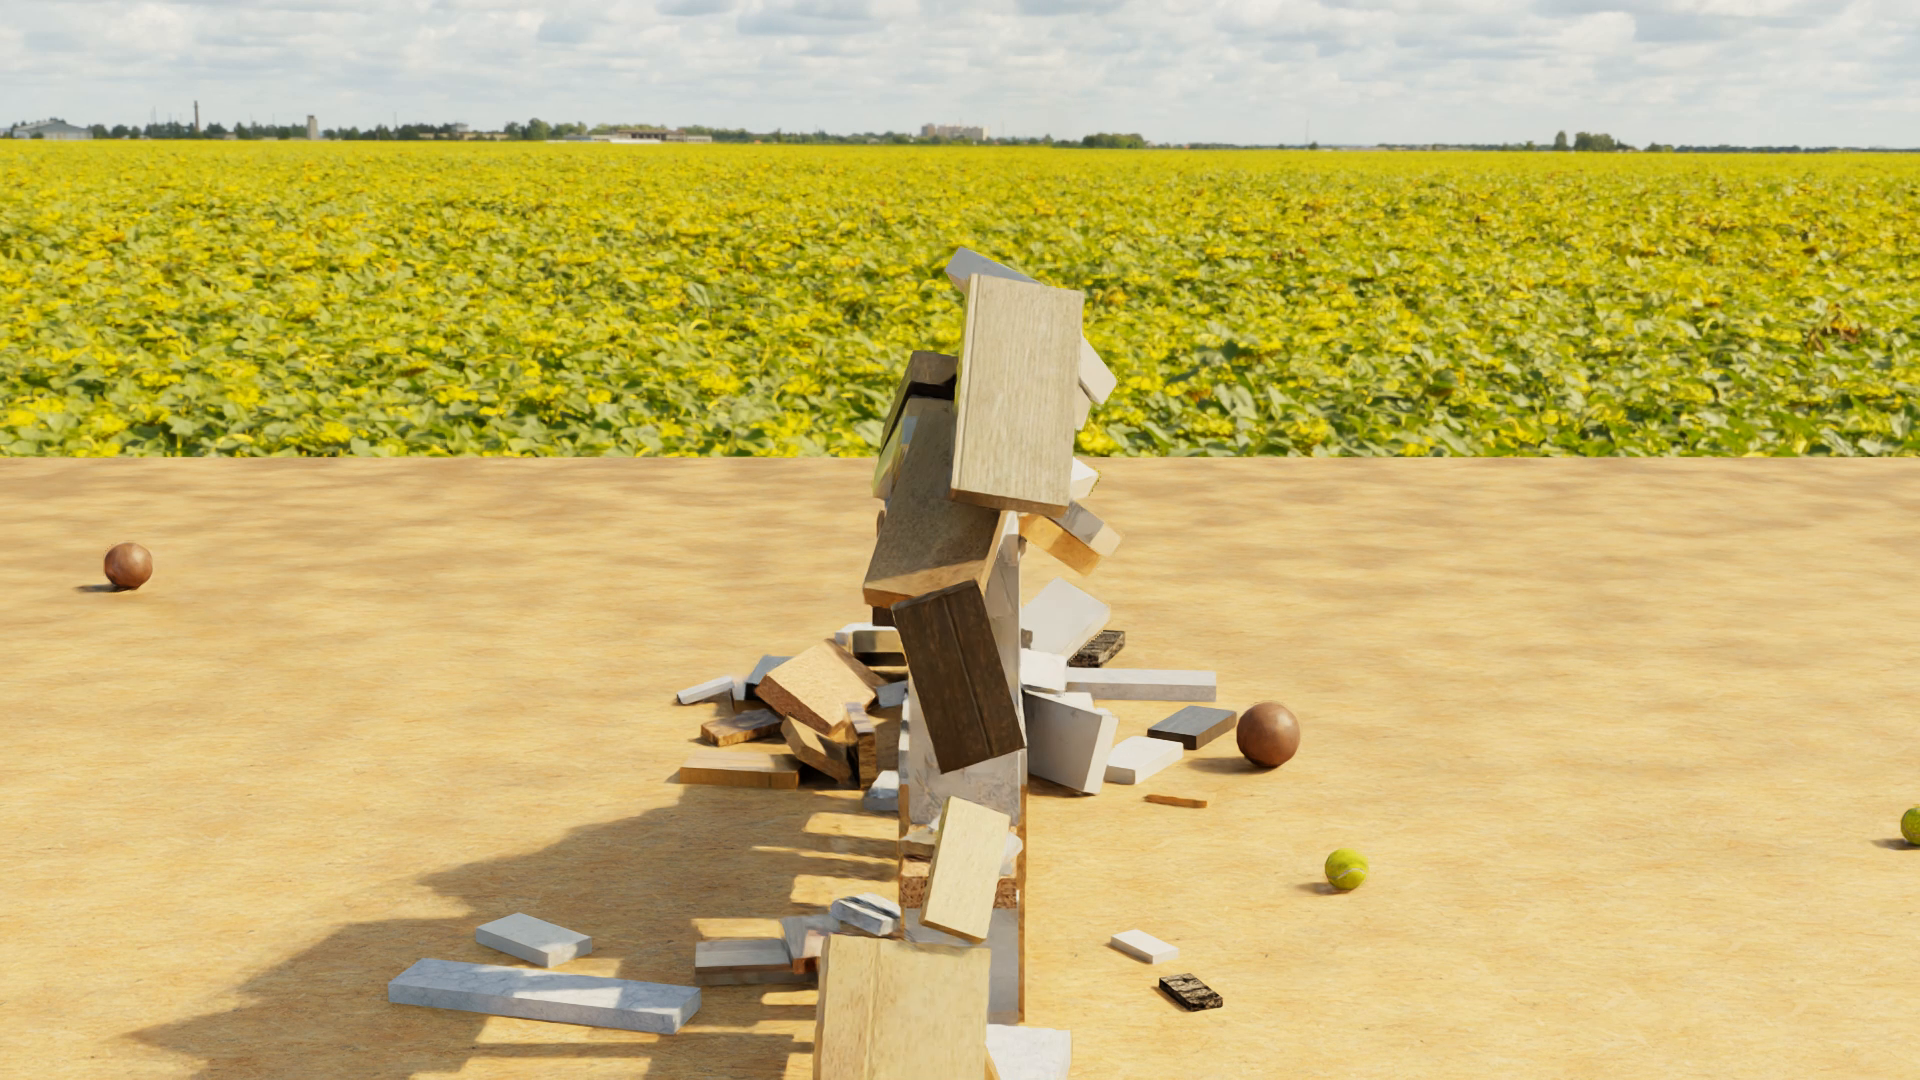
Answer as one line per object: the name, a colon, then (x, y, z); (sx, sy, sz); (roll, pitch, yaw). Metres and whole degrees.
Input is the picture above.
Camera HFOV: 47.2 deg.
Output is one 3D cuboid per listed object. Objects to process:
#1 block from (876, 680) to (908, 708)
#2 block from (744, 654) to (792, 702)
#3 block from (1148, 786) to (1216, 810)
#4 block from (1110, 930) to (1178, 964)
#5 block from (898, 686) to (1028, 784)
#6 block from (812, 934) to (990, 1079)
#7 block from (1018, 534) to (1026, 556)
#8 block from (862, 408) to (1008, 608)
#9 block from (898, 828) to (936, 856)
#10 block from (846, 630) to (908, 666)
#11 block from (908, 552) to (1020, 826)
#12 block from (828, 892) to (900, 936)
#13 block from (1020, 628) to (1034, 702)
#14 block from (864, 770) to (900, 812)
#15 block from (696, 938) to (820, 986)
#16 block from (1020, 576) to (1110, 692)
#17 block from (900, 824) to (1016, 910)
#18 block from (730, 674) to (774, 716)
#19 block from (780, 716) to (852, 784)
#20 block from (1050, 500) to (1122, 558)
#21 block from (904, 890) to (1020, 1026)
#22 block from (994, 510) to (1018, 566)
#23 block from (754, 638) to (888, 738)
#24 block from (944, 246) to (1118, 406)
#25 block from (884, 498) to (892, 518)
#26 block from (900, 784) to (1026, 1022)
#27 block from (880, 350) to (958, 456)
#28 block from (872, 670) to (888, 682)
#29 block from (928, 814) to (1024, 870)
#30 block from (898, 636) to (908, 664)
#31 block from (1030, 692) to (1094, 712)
block: (-0.035, 0.295, 4.548); (0.156, 0.044, 0.311); (-14, -3, 22)
block: (-0.390, 0.310, 4.888); (0.135, 0.038, 0.271); (5, 10, 2)
block: (0.421, 0.488, 4.172); (0.115, 0.016, 0.058); (4, 11, 23)
block: (0.286, 0.631, 3.411); (0.052, 0.015, 0.103); (-7, 13, -34)
block: (0.004, 0.282, 3.224); (0.178, 0.050, 0.356); (0, 11, 0)
block: (-0.063, 0.558, 2.149); (0.162, 0.325, 0.046); (7, -18, -12)
block: (0.019, 0.029, 3.884); (0.124, 0.035, 0.248); (5, 16, 19)
block: (-0.015, -0.033, 2.684); (0.136, 0.039, 0.273); (10, 57, 12)
block: (-0.030, 0.390, 2.864); (0.054, 0.015, 0.109); (6, 8, 28)
block: (-0.078, 0.248, 5.090); (0.357, 0.051, 0.179); (-1, -14, -8)
block: (0.006, 0.199, 2.941); (0.147, 0.368, 0.042); (1, 13, 4)
block: (-0.133, 0.580, 3.416); (0.087, 0.025, 0.174); (20, 1, 17)
block: (0.046, 0.309, 4.332); (0.156, 0.311, 0.044); (9, -34, 1)
block: (-0.123, 0.479, 4.200); (0.087, 0.025, 0.175); (3, 11, 10)
block: (-0.296, 0.638, 3.331); (0.207, 0.029, 0.104); (-1, 11, -6)
block: (0.171, 0.216, 4.760); (0.149, 0.042, 0.299); (31, 60, 32)
block: (0.002, 0.416, 2.899); (0.145, 0.041, 0.291); (0, 11, 1)
block: (-0.452, 0.343, 4.908); (0.116, 0.033, 0.231); (-2, 11, -8)
block: (-0.288, 0.415, 4.375); (0.111, 0.031, 0.221); (30, 2, -17)
block: (0.196, -0.046, 3.951); (0.169, 0.048, 0.337); (36, 2, 10)
block: (0.003, 0.597, 2.834); (0.145, 0.291, 0.041); (0, 10, 0)
block: (0.004, -0.017, 2.971); (0.147, 0.042, 0.293); (0, 12, 1)
block: (-0.292, 0.320, 4.732); (0.179, 0.051, 0.357); (37, 19, 9)
block: (0.099, -0.286, 2.959); (0.143, 0.041, 0.286); (29, -8, 32)
block: (-0.036, -0.006, 3.278); (0.150, 0.043, 0.301); (-2, -14, -3)
block: (0.004, 0.507, 3.136); (0.178, 0.356, 0.050); (0, 8, 0)
block: (-0.012, -0.183, 3.229); (0.168, 0.048, 0.336); (9, -18, -7)
block: (-0.225, 0.315, 5.105); (0.059, 0.017, 0.119); (-7, 13, -36)
block: (0.019, 0.366, 2.708); (0.109, 0.015, 0.054); (28, 53, 34)
block: (-0.020, 0.175, 3.430); (0.126, 0.036, 0.252); (-3, 21, -8)
block: (0.172, 0.358, 4.532); (0.207, 0.029, 0.104); (2, 35, -6)
